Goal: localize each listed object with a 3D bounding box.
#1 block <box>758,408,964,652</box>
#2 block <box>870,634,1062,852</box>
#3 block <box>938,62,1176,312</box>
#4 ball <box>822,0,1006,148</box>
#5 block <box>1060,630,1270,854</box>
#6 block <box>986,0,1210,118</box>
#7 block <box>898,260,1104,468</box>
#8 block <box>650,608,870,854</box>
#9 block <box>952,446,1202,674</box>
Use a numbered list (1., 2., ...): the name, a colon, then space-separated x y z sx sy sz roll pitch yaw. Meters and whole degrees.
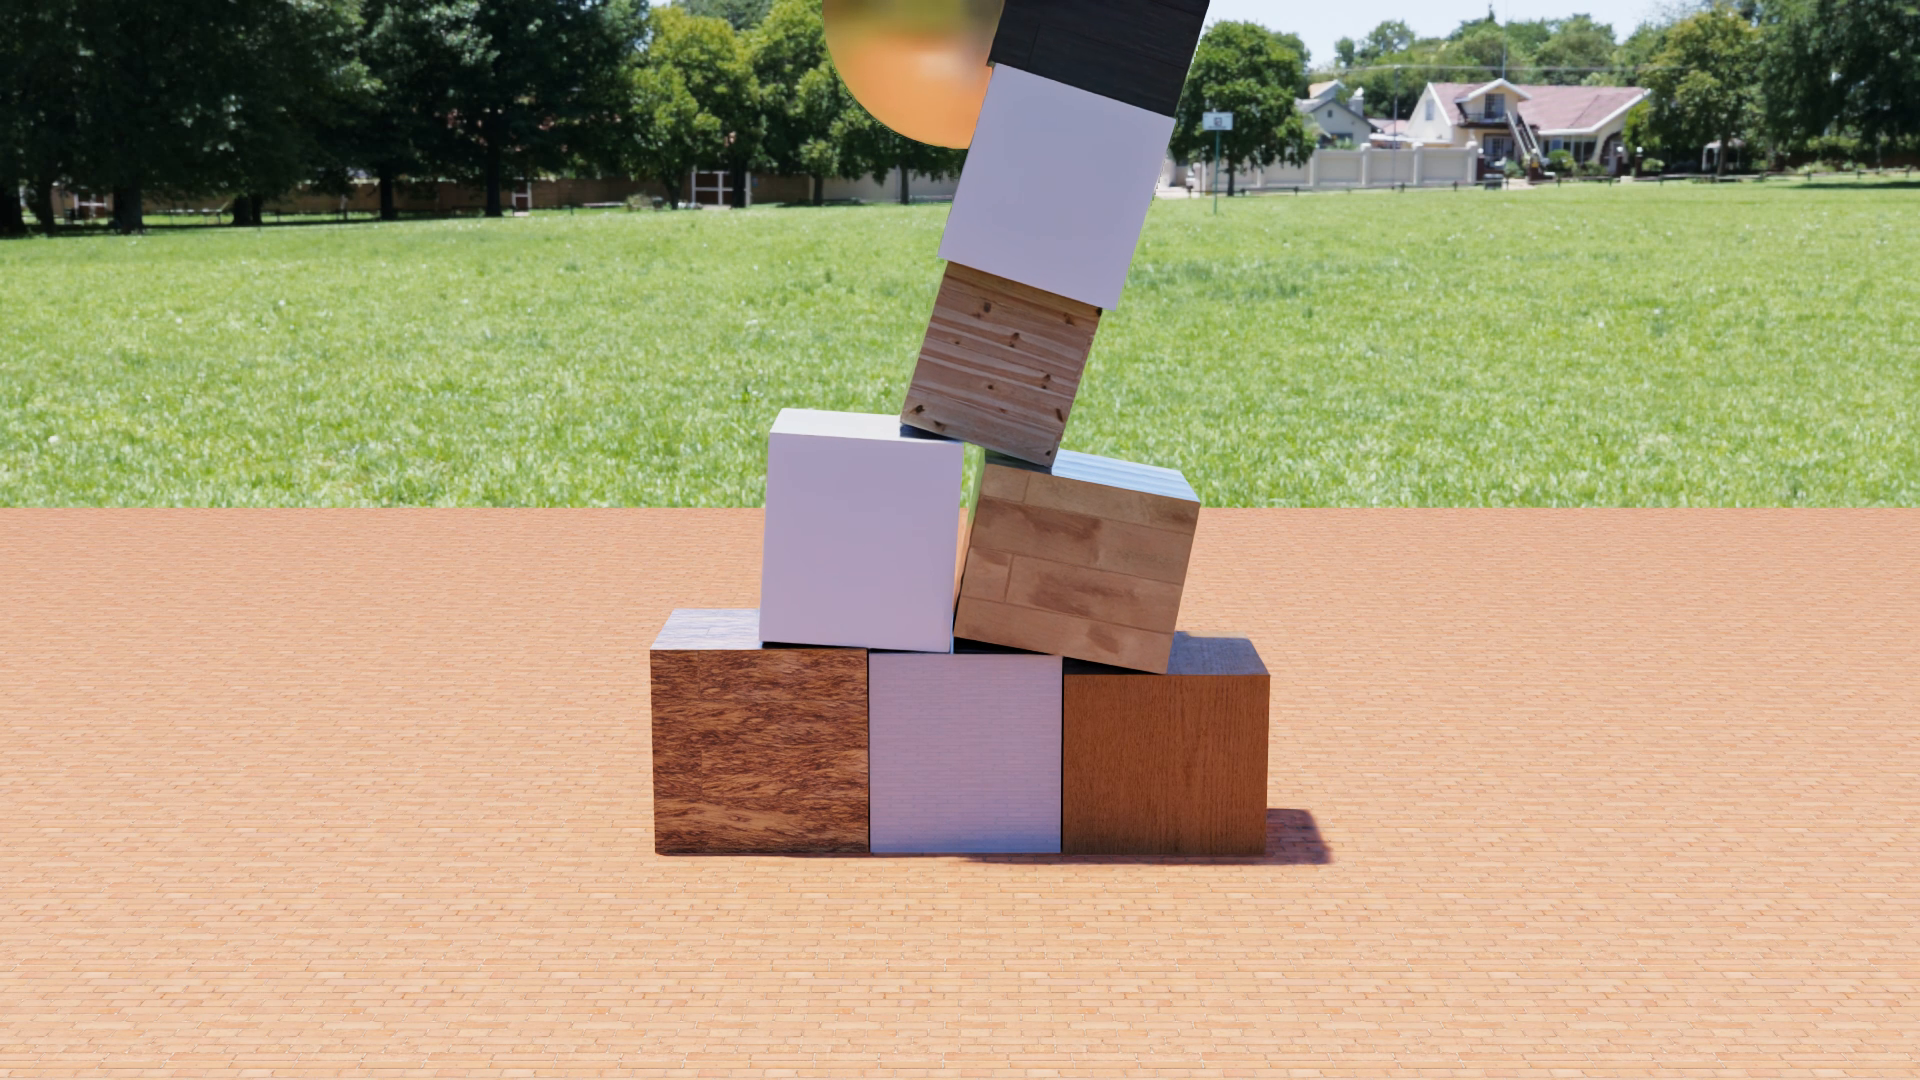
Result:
1. block: -0.493 -0.069 11.196 0.943 1.036 0.956 4 10 -2
2. block: 0.028 0.974 11.368 0.948 1.016 0.981 0 10 0
3. block: 0.454 -1.751 10.888 0.889 0.947 1.004 17 10 -3
4. ball: 0.000 -3.079 12.729 1.600 1.600 1.600 0 10 0
5. block: 1.017 1.026 11.352 1.010 0.920 0.986 0 10 0
6. block: 0.675 -2.538 10.720 0.917 0.722 0.787 17 10 -3
7. block: 0.194 -0.924 11.083 0.786 0.828 0.789 17 10 -4
8. block: -0.990 0.964 11.346 1.065 1.043 0.948 0 10 0
9. block: 0.564 0.052 11.191 1.061 0.869 1.040 10 10 -2
